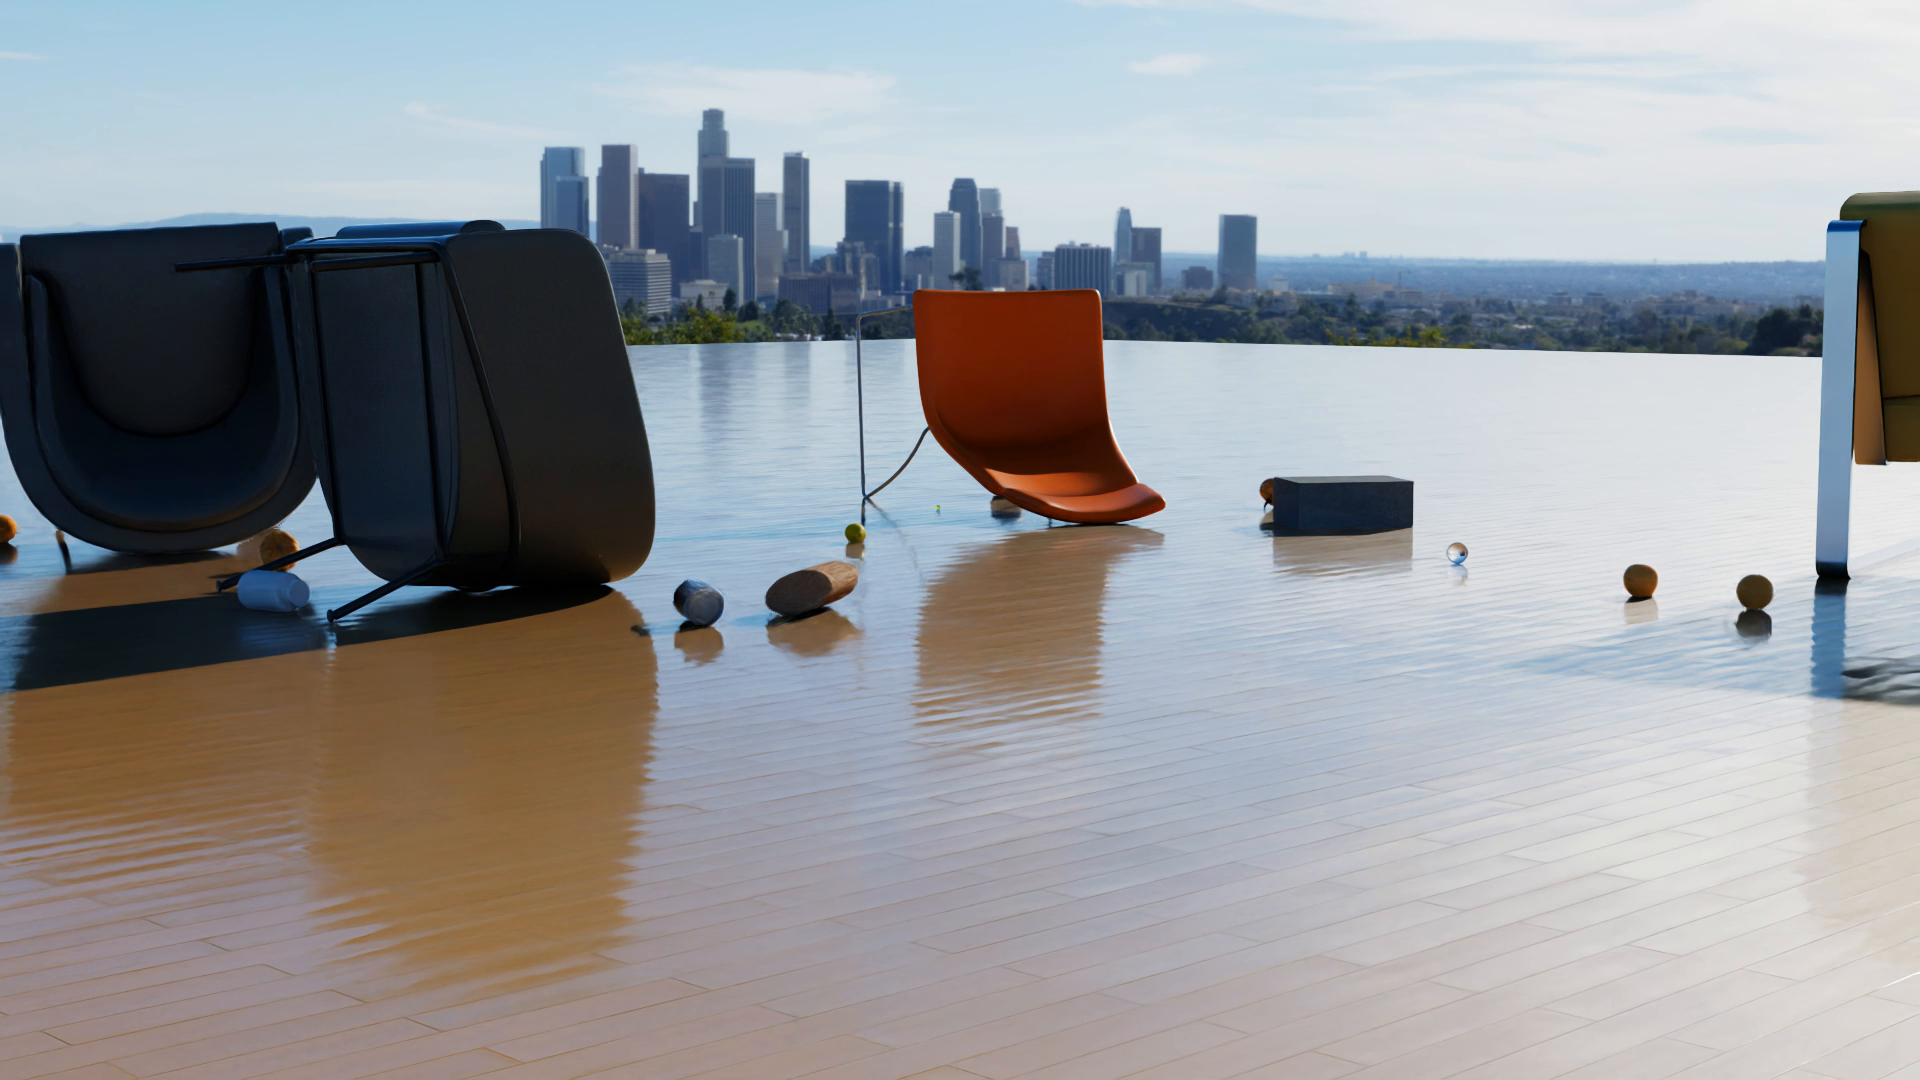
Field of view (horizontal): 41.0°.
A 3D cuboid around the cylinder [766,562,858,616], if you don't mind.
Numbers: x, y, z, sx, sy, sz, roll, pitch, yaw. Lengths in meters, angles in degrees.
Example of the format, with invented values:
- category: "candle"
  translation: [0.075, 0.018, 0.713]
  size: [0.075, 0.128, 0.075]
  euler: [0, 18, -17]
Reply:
- category: "cylinder"
  translation: [-0.290, 0.094, 5.058]
  size: [0.142, 0.081, 0.163]
  euler: [-19, 0, 18]

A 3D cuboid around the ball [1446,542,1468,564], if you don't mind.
- category: "ball"
  translation: [1.141, 0.029, 5.881]
  size: [0.050, 0.050, 0.050]
  euler: [0, 6, 0]

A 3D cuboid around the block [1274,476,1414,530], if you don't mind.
- category: "block"
  translation: [1.015, -0.101, 6.804]
  size: [0.315, 0.121, 0.212]
  euler: [-1, 6, -11]

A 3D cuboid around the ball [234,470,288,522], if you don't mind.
- category: "ball"
  translation: [-1.882, -0.120, 6.904]
  size: [0.137, 0.137, 0.137]
  euler: [0, 6, 0]

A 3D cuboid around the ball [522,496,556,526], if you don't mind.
- category: "ball"
  translation: [-1.050, -0.057, 6.450]
  size: [0.106, 0.106, 0.106]
  euler: [0, 6, 0]

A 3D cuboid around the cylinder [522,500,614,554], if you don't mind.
- category: "cylinder"
  translation: [-0.945, -0.034, 6.203]
  size: [0.170, 0.098, 0.201]
  euler: [23, 10, 8]
